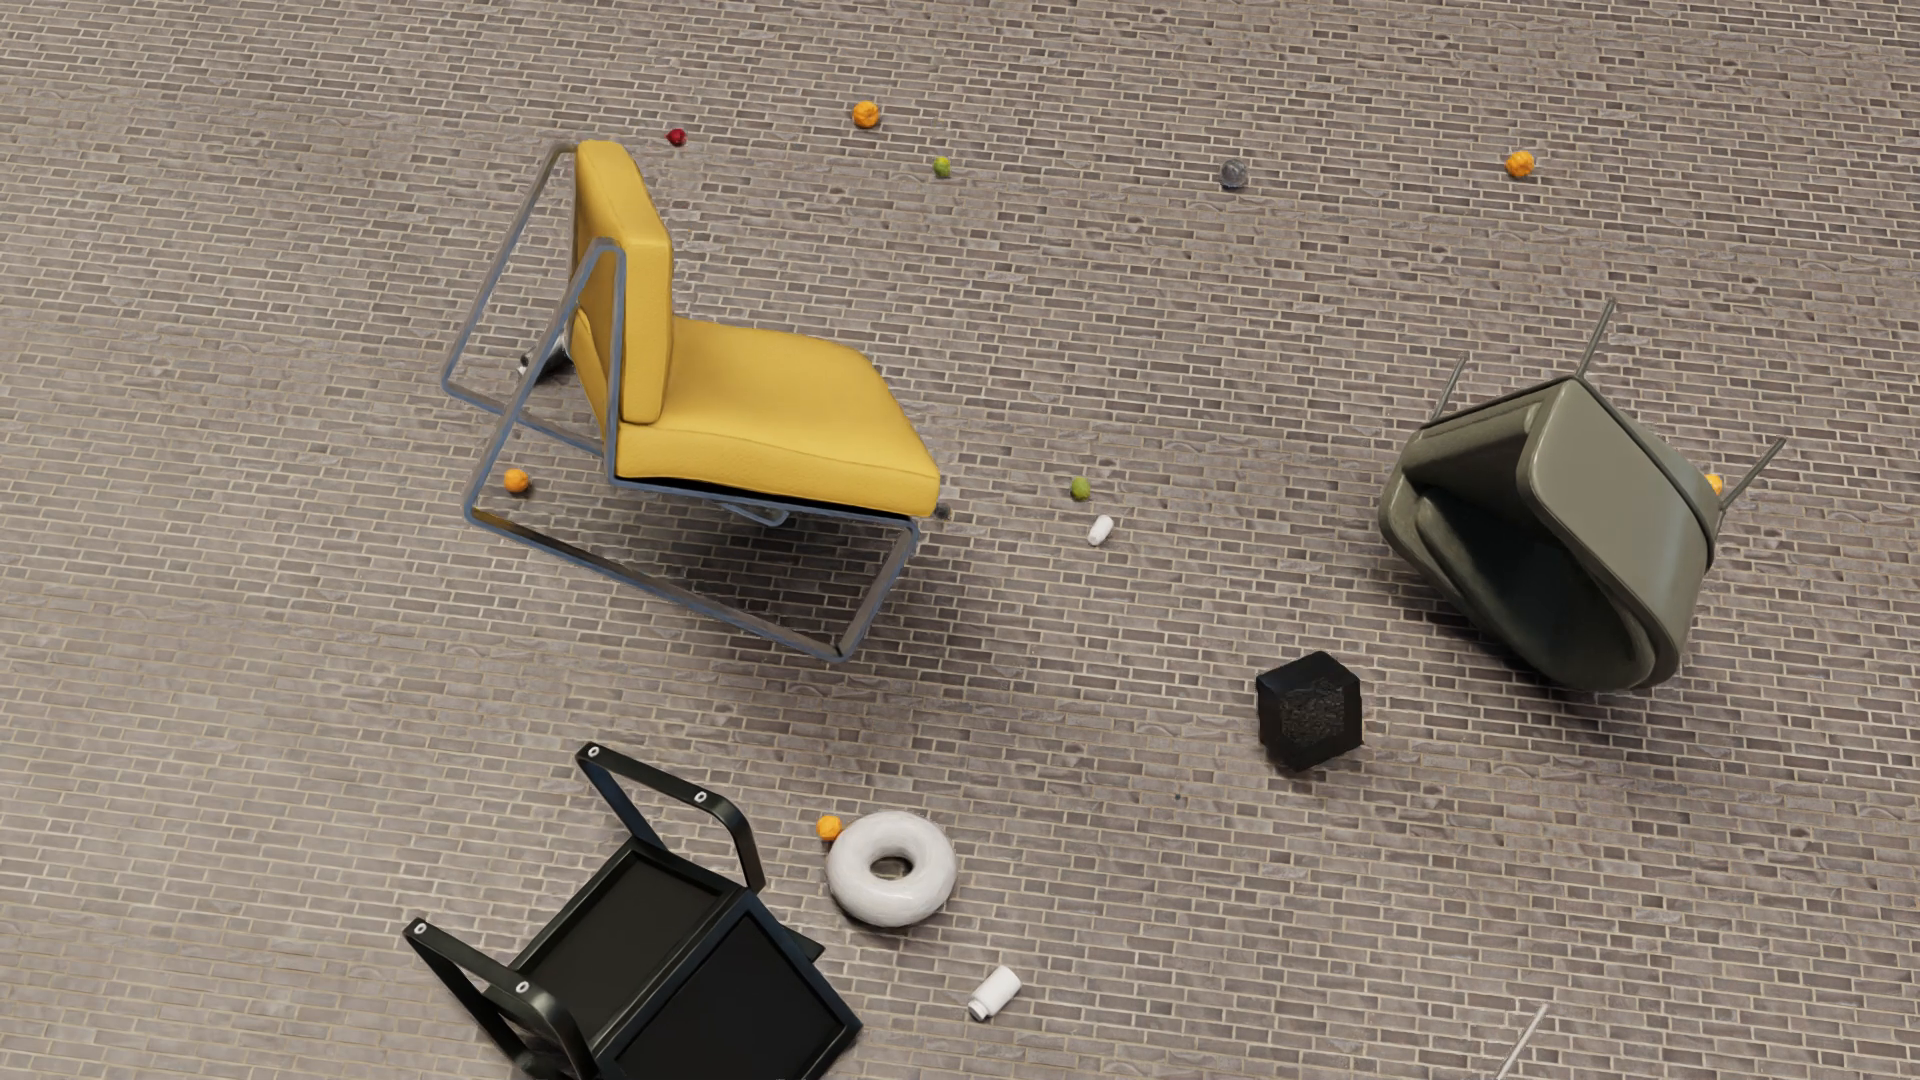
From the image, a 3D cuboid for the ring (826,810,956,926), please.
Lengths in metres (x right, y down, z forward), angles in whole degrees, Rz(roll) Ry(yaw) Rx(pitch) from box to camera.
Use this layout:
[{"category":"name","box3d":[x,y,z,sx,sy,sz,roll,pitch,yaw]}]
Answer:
[{"category":"ring","box3d":[-0.184,0.878,5.882,0.348,0.135,0.345,23,50,22]}]

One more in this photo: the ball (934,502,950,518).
[{"category":"ball","box3d":[-0.053,-0.089,6.604,0.050,0.050,0.050,0,56,0]}]

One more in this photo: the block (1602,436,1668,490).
[{"category":"block","box3d":[1.963,-0.224,6.398,0.150,0.112,0.153,0,20,5]}]

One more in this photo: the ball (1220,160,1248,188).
[{"category":"ball","box3d":[0.913,-1.225,7.341,0.092,0.092,0.092,0,56,0]}]

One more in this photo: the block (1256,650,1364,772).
[{"category":"block","box3d":[0.963,0.470,6.052,0.218,0.220,0.180,-20,32,-19]}]
